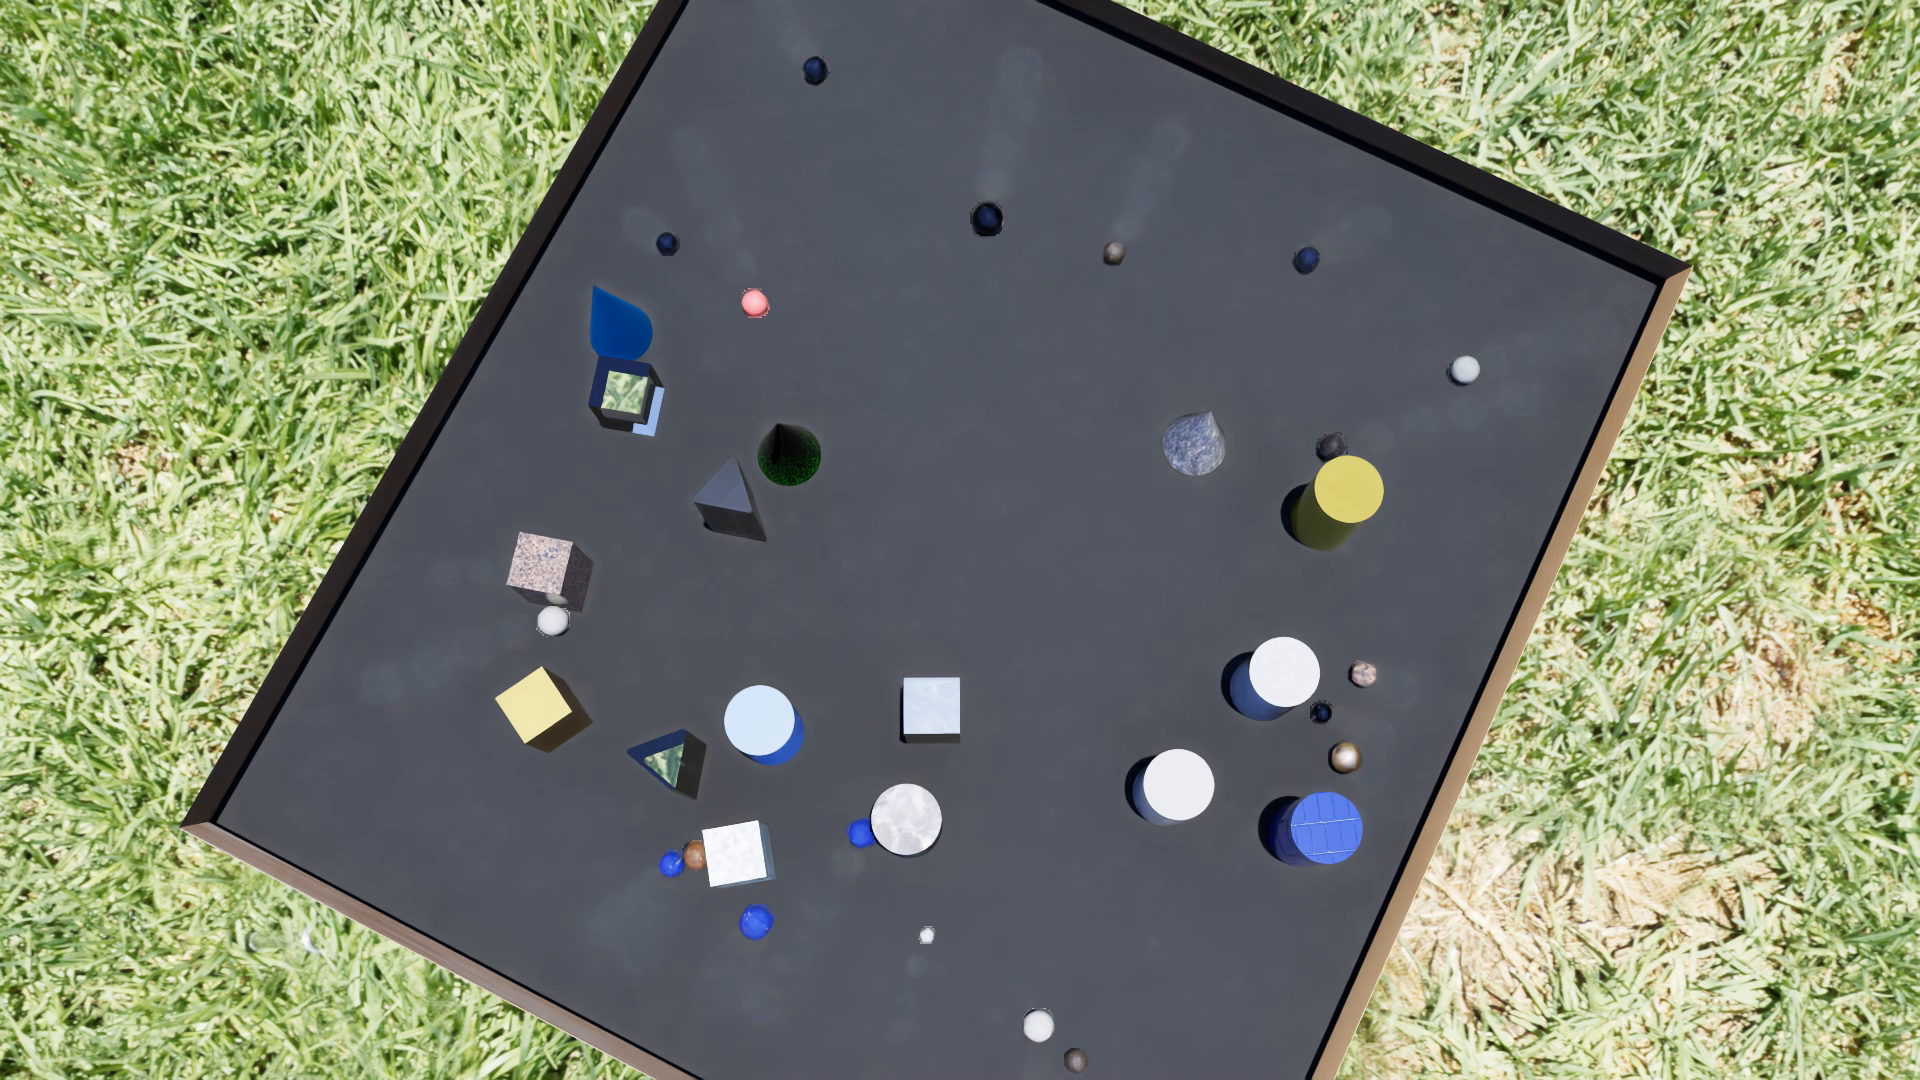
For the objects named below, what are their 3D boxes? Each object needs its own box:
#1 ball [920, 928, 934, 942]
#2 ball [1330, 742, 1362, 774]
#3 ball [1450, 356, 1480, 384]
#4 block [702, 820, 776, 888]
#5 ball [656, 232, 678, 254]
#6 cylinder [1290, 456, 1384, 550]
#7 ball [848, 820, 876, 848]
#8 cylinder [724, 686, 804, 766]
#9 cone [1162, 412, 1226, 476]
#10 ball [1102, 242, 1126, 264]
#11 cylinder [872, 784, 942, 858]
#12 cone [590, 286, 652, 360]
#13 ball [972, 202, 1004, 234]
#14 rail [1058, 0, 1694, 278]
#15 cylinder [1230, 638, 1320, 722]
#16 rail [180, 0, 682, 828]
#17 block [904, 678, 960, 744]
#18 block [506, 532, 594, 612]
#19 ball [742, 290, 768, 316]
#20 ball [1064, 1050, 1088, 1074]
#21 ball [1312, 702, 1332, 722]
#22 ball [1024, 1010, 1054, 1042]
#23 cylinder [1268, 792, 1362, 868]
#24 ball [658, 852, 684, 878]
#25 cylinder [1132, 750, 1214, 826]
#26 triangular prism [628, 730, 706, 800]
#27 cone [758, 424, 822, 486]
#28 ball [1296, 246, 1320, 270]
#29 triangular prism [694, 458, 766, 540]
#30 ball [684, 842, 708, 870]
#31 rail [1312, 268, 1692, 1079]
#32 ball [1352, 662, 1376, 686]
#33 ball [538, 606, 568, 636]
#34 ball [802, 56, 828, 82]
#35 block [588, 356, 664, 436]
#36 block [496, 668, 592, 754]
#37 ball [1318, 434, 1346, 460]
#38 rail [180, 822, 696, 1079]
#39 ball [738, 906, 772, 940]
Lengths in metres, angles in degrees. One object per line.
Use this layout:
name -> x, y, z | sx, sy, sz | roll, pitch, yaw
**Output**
ball -> -0.096, 1.157, 5.356 | 0.041, 0.041, 0.041 | 0, 78, 0
ball -> 1.147, 0.646, 5.436 | 0.092, 0.092, 0.092 | 0, 78, 0
ball -> 1.566, -0.528, 5.682 | 0.087, 0.087, 0.087 | 0, 78, 0
block -> -0.634, 0.909, 5.287 | 0.158, 0.277, 0.158 | -10, 78, -2
ball -> -0.924, -0.935, 5.776 | 0.068, 0.068, 0.068 | 0, 78, 0
cylinder -> 1.112, -0.105, 5.432 | 0.197, 0.403, 0.197 | 0, 78, 0
ball -> -0.289, 0.864, 5.388 | 0.083, 0.083, 0.083 | 0, 78, 0
cylinder -> -0.564, 0.543, 5.325 | 0.197, 0.351, 0.197 | 0, 78, 0
cone -> 0.727, -0.334, 5.492 | 0.197, 0.380, 0.197 | 0, 78, 0
ball -> 0.485, -0.905, 5.768 | 0.070, 0.070, 0.070 | 0, 78, 0
cylinder -> -0.150, 0.814, 5.291 | 0.197, 0.308, 0.197 | 0, 78, 0
cone -> -1.063, -0.693, 5.532 | 0.197, 0.447, 0.197 | 0, 78, 0
ball -> 0.088, -1.013, 5.776 | 0.099, 0.099, 0.099 | 0, 78, 0
rail -> 0.786, -1.533, 5.867 | 3.287, 0.128, 0.045 | 26, 80, 5
cylinder -> 0.911, 0.409, 5.334 | 0.197, 0.387, 0.197 | 0, 78, 0
rail -> -1.449, -0.703, 5.696 | 0.045, 0.128, 3.564 | 26, 80, 5
block -> -0.080, 0.501, 5.348 | 0.158, 0.323, 0.158 | 0, 78, 0
block -> -1.212, 0.099, 5.437 | 0.158, 0.312, 0.158 | 11, 79, 2
ball -> -0.642, -0.740, 5.728 | 0.081, 0.081, 0.081 | 0, 78, 0
ball -> 0.335, 1.499, 5.272 | 0.067, 0.067, 0.067 | 0, 78, 0
ball -> 1.082, 0.517, 5.479 | 0.060, 0.060, 0.060 | 0, 78, 0
ball -> 0.226, 1.401, 5.281 | 0.089, 0.089, 0.089 | 0, 78, 0
cylinder -> 1.010, 0.832, 5.240 | 0.197, 0.399, 0.197 | 0, 78, 0
ball -> -0.848, 0.954, 5.381 | 0.074, 0.074, 0.074 | 0, 78, 0
cylinder -> 0.612, 0.718, 5.292 | 0.197, 0.344, 0.197 | 0, 78, 0
triangular prism -> -0.808, 0.623, 5.274 | 0.171, 0.418, 0.148 | 39, 81, 7
cone -> -0.528, -0.300, 5.487 | 0.197, 0.375, 0.197 | 0, 78, 0
ball -> 1.094, -0.886, 5.760 | 0.078, 0.078, 0.078 | 0, 78, 0
triangular prism -> -0.662, -0.126, 5.433 | 0.171, 0.410, 0.148 | 11, 79, 2
ball -> -0.770, 0.928, 5.381 | 0.085, 0.085, 0.085 | 0, 78, 0
rail -> 1.449, 0.716, 5.402 | 0.045, 0.128, 3.564 | 26, 80, 5
ball -> 1.211, 0.402, 5.495 | 0.075, 0.075, 0.075 | 0, 78, 0
ball -> -1.226, 0.243, 5.517 | 0.092, 0.092, 0.092 | 0, 78, 0
ball -> -0.466, -1.514, 5.890 | 0.079, 0.079, 0.079 | 0, 78, 0
block -> -1.013, -0.437, 5.576 | 0.158, 0.257, 0.158 | 10, 78, 2
block -> -1.212, 0.500, 5.356 | 0.158, 0.307, 0.158 | -35, 80, -7
ball -> 1.145, -0.285, 5.632 | 0.085, 0.085, 0.085 | 0, 78, 0
rail -> -0.786, 1.547, 5.230 | 3.287, 0.128, 0.045 | 26, 80, 5
ball -> -0.596, 1.115, 5.336 | 0.097, 0.097, 0.097 | 0, 78, 0
